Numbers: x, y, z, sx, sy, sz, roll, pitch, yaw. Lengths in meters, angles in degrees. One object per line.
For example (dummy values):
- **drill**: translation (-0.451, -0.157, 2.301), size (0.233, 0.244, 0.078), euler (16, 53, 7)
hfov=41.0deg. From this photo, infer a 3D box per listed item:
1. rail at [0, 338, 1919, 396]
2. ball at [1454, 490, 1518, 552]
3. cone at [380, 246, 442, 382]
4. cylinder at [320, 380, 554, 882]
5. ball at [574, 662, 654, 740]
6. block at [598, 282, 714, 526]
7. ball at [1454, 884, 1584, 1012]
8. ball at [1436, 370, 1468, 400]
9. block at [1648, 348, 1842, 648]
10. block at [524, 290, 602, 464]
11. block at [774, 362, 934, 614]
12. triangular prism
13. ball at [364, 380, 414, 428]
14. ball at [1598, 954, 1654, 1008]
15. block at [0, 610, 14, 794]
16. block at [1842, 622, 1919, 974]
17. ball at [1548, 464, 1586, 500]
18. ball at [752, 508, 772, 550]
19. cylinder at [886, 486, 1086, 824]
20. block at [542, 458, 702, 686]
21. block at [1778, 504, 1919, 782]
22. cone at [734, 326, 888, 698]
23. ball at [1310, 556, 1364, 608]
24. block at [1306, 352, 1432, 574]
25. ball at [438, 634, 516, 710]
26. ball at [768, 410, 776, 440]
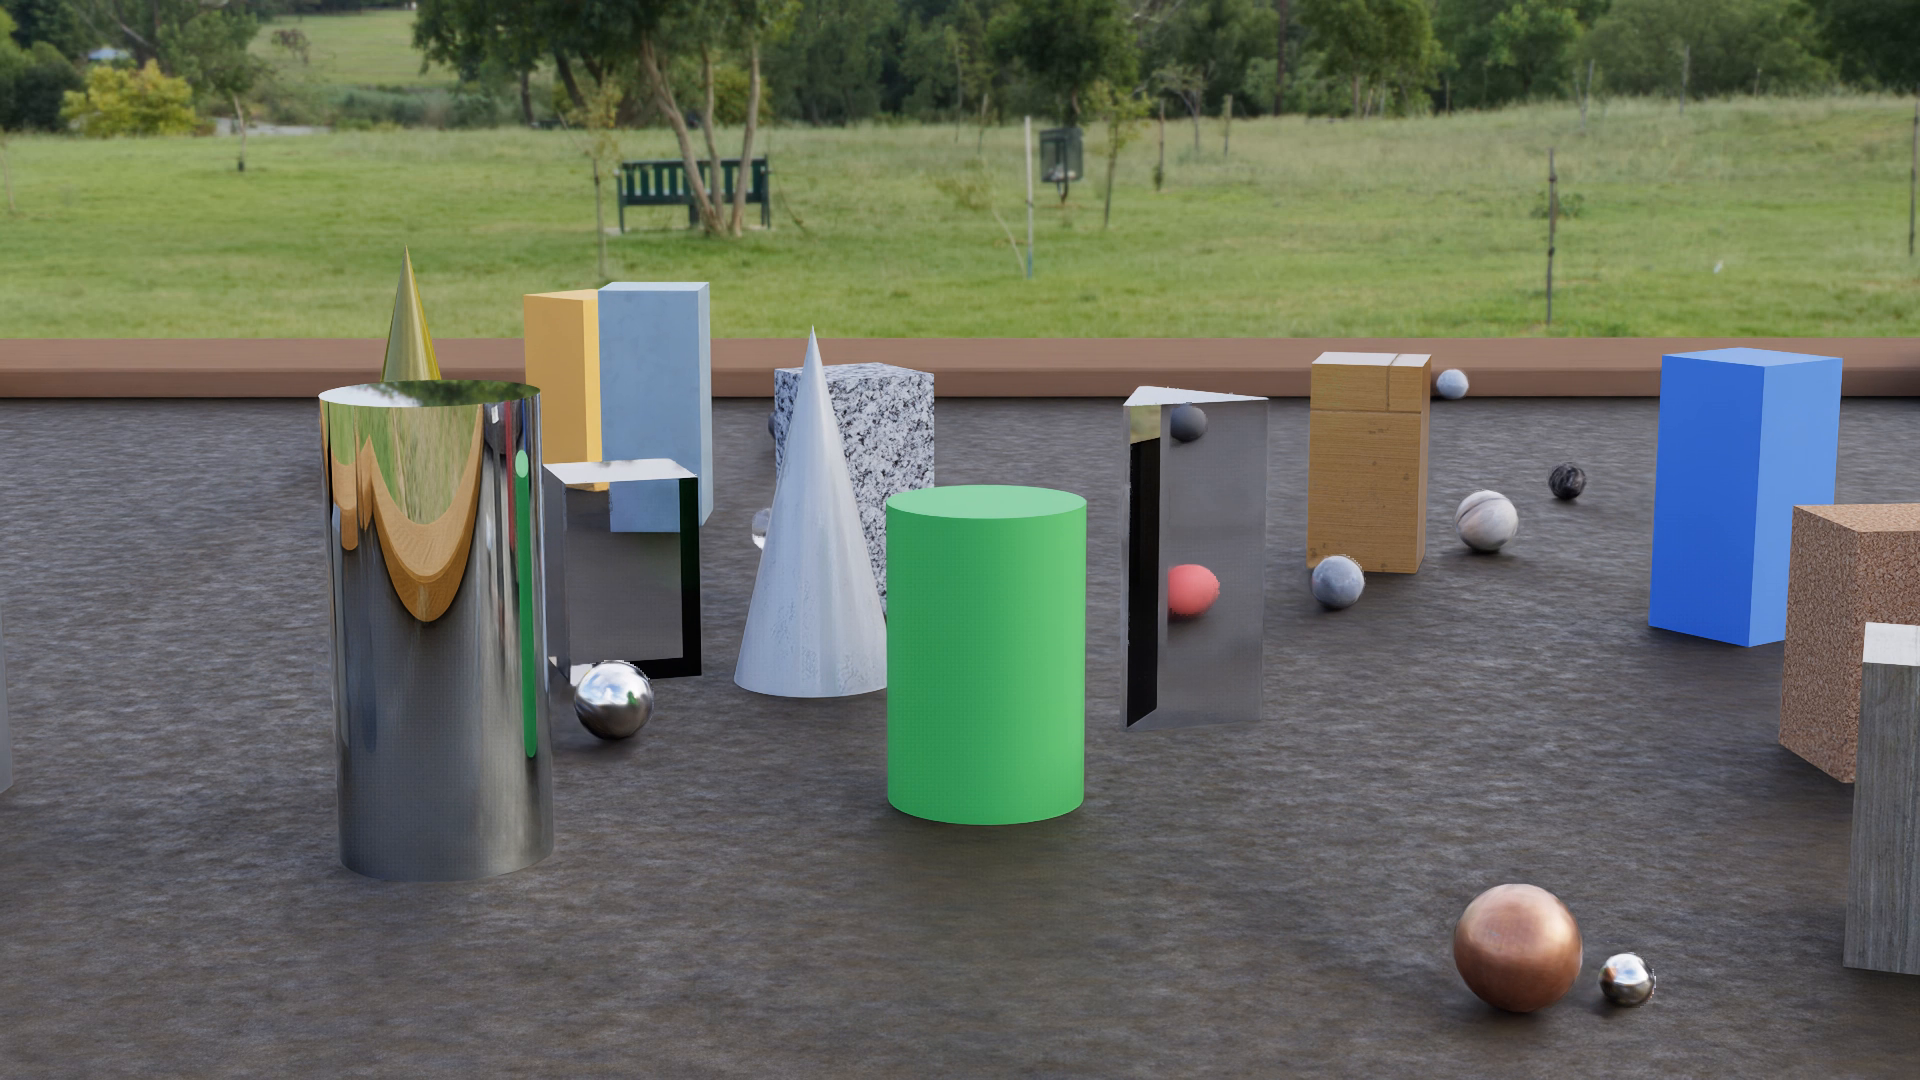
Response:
- **rail**: translation (-0.013, -0.380, 5.681), size (4.380, 0.129, 0.045), euler (0, 10, 0)
- **ball**: translation (0.796, -0.028, 3.881), size (0.094, 0.094, 0.094), euler (0, 10, 0)
- **cone**: translation (-0.867, -0.243, 4.056), size (0.198, 0.453, 0.198), euler (0, 10, 0)
- **cylinder**: translation (-0.482, 0.079, 2.374), size (0.198, 0.432, 0.198), euler (0, 10, 0)
- **ball**: translation (-0.378, 0.176, 2.801), size (0.086, 0.086, 0.086), euler (0, 10, 0)
- **block**: translation (-0.490, -0.222, 4.151), size (0.159, 0.377, 0.159), euler (0, 10, 1)
- **ball**: translation (0.435, 0.317, 2.000), size (0.099, 0.099, 0.099), euler (0, 10, 0)
- **ball**: translation (1.083, -0.342, 5.649), size (0.068, 0.068, 0.068), euler (0, 10, 0)
- **block**: translation (1.018, -0.060, 3.329), size (0.159, 0.357, 0.159), euler (-7, 13, -35)
- **block**: translation (-0.660, -0.274, 4.572), size (0.159, 0.326, 0.159), euler (9, 14, 40)
- **block**: translation (-0.143, -0.069, 3.481), size (0.159, 0.320, 0.159), euler (-6, 12, -30)
- **triangular prism**: translation (0.235, 0.016, 2.903), size (0.172, 0.364, 0.149), euler (-4, 11, -20)
- **ball**: translation (-1.158, -0.275, 5.205), size (0.098, 0.098, 0.098), euler (0, 10, 0)
- **ball**: translation (0.522, 0.345, 2.010), size (0.042, 0.042, 0.042), euler (0, 10, 0)
- **block**: translation (-1.052, 0.148, 2.533), size (0.159, 0.238, 0.159), euler (0, 10, 1)
- **block**: translation (0.824, 0.215, 2.124), size (0.159, 0.256, 0.159), euler (4, 11, 20)
- **ball**: translation (1.031, -0.099, 4.354), size (0.061, 0.061, 0.061), euler (0, 10, 0)
- **ball**: translation (-0.280, -0.015, 3.875), size (0.070, 0.070, 0.070), euler (0, 10, 0)
- **cylinder**: translation (0.026, 0.110, 2.562), size (0.198, 0.302, 0.198), euler (0, 10, 0)
- **block**: translation (-0.413, 0.035, 3.129), size (0.159, 0.243, 0.159), euler (-4, 11, -19)
- **block**: translation (0.978, 0.105, 2.699), size (0.159, 0.262, 0.159), euler (-1, 11, -6)
- **cone**: translation (-0.173, -0.044, 3.053), size (0.198, 0.426, 0.198), euler (0, 10, 0)
- **ball**: translation (0.512, 0.057, 3.483), size (0.071, 0.071, 0.071), euler (0, 10, 0)
- **block**: translation (0.605, -0.117, 3.791), size (0.159, 0.302, 0.159), euler (3, 11, 14)
- **ball**: translation (-0.551, 0.152, 2.930), size (0.087, 0.087, 0.087), euler (0, 10, 0)
- **ball**: translation (-0.339, -0.225, 5.003), size (0.072, 0.072, 0.072), euler (0, 10, 0)
